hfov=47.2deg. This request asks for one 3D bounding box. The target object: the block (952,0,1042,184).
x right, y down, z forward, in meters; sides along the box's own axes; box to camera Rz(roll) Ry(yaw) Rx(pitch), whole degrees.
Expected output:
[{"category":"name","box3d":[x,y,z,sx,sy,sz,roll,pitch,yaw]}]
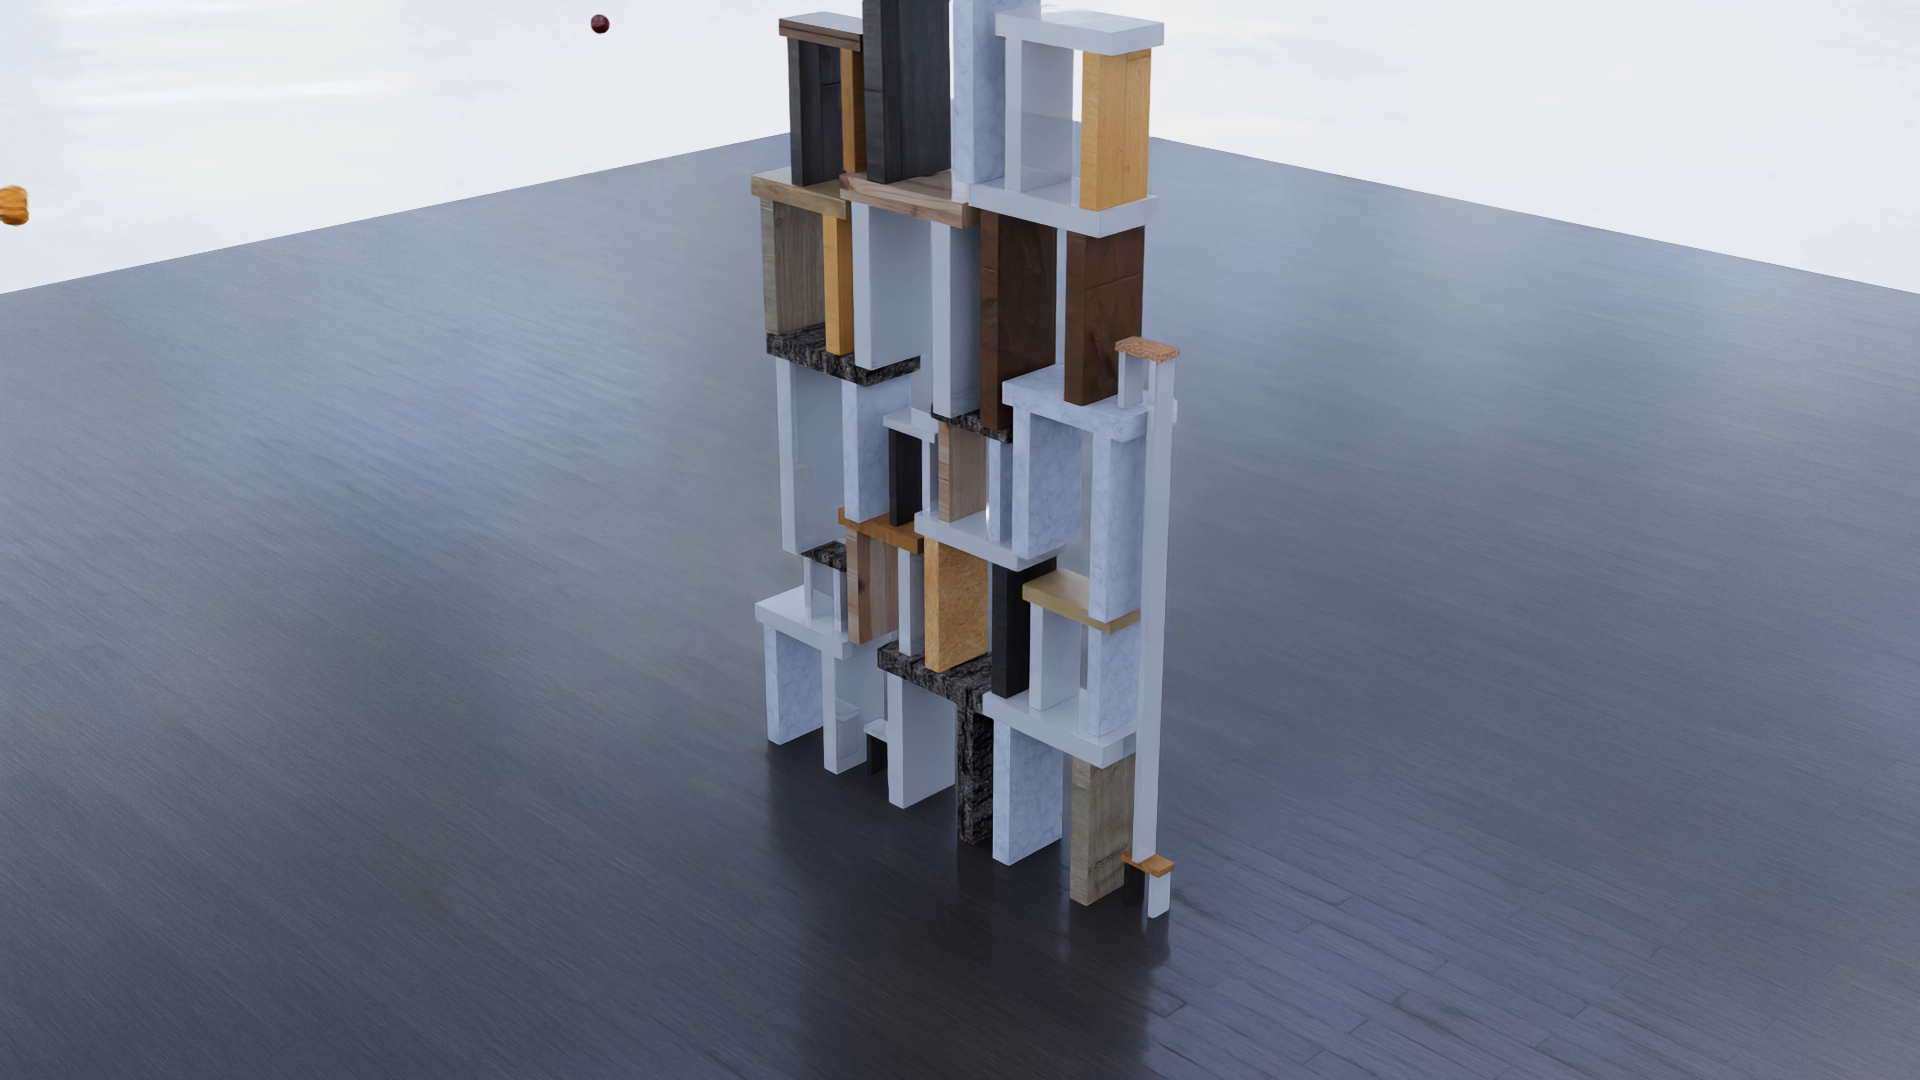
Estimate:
[{"category":"block","box3d":[0.065,-0.801,3.811,0.169,0.337,0.048,-22,31,-40]}]

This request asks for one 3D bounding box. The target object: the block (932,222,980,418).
[{"category":"block","box3d":[0.023,-0.416,4.015,0.045,0.361,0.159,21,31,41]}]

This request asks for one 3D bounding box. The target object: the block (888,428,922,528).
[{"category":"block","box3d":[-0.105,-0.131,4.282,0.020,0.202,0.071,21,31,40]}]

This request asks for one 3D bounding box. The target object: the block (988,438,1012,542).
[{"category":"block","box3d":[0.099,-0.105,4.070,0.028,0.200,0.100,21,31,41]}]

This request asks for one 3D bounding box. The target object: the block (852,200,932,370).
[{"category":"block","box3d":[-0.127,-0.494,4.146,0.045,0.319,0.159,21,31,40]}]

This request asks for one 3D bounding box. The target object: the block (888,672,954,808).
[{"category":"block","box3d":[-0.078,0.384,4.475,0.042,0.297,0.149,21,31,41]}]

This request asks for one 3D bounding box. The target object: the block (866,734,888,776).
[{"category":"block","box3d":[-0.173,0.440,4.602,0.014,0.095,0.048,21,31,41]}]

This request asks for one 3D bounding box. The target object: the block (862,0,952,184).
[{"category":"block","box3d":[-0.095,-0.844,3.966,0.169,0.377,0.048,-22,31,-40]}]

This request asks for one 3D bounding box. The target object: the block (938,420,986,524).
[{"category":"block","box3d":[0.005,-0.141,4.157,0.028,0.200,0.100,21,31,40]}]

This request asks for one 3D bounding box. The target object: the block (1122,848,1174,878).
[{"category":"block","box3d":[0.350,0.599,4.098,0.046,0.013,0.092,-21,31,-41]}]

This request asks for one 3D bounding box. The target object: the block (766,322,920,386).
[{"category":"block","box3d":[-0.230,-0.370,4.312,0.289,0.041,0.144,21,31,40]}]

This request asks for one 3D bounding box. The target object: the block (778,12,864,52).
[{"category":"block","box3d":[-0.219,-0.939,4.055,0.112,0.032,0.224,-21,31,-40]}]

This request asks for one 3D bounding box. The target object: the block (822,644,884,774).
[{"category":"block","box3d":[-0.223,0.340,4.607,0.039,0.274,0.137,21,31,41]}]

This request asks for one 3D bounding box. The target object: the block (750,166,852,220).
[{"category":"block","box3d":[-0.261,-0.670,4.223,0.272,0.039,0.136,21,31,40]}]

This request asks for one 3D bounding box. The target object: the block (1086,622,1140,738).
[{"category":"block","box3d":[0.280,0.243,4.023,0.030,0.215,0.108,21,31,40]}]

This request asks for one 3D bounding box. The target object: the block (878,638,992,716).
[{"category":"block","box3d":[-0.008,0.255,4.345,0.148,0.042,0.297,-21,31,-41]}]

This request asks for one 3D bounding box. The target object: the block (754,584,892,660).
[{"category":"block","box3d":[-0.288,0.171,4.606,0.274,0.039,0.137,21,31,41]}]

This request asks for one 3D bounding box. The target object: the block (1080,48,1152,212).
[{"category":"block","box3d":[0.257,-0.686,3.642,0.130,0.259,0.037,-22,31,-40]}]

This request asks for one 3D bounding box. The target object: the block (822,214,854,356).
[{"category":"block","box3d":[-0.197,-0.503,4.225,0.039,0.272,0.136,21,31,40]}]

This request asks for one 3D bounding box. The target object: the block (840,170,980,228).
[{"category":"block","box3d":[-0.053,-0.632,4.005,0.319,0.045,0.159,21,31,41]}]

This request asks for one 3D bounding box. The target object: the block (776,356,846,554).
[{"category":"block","box3d":[-0.299,-0.186,4.463,0.041,0.415,0.144,21,31,40]}]

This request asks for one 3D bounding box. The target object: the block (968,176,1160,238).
[{"category":"block","box3d":[0.176,-0.584,3.788,0.304,0.043,0.152,21,31,41]}]

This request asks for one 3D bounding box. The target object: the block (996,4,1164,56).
[{"category":"block","box3d":[0.197,-0.846,3.640,0.130,0.037,0.259,-22,31,-40]}]

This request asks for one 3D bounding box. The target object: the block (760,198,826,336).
[{"category":"block","box3d":[-0.326,-0.553,4.342,0.039,0.272,0.136,21,31,40]}]

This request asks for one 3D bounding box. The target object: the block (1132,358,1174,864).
[{"category":"block","box3d":[0.342,0.142,3.907,0.050,0.977,0.014,-21,31,-41]}]

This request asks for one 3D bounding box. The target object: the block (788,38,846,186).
[{"category":"block","box3d":[-0.270,-0.817,4.164,0.032,0.278,0.112,21,31,40]}]

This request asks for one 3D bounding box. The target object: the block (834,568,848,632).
[{"category":"block","box3d":[-0.227,0.114,4.514,0.020,0.138,0.069,21,31,41]}]

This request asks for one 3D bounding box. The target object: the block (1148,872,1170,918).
[{"category":"block","box3d":[0.372,0.656,4.098,0.013,0.092,0.046,21,31,41]}]

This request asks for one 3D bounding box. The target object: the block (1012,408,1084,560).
[{"category":"block","box3d":[0.159,-0.120,3.997,0.143,0.285,0.040,-21,31,-41]}]

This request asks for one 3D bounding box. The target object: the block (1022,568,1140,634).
[{"category":"block","box3d":[0.229,0.110,4.022,0.108,0.030,0.215,-21,31,-40]}]

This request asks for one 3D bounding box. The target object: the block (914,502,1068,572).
[{"category":"block","box3d":[0.057,-0.015,4.163,0.271,0.038,0.135,21,31,41]}]

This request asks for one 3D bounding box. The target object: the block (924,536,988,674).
[{"category":"block","box3d":[-0.007,0.107,4.283,0.135,0.279,0.038,-21,31,-41]}]

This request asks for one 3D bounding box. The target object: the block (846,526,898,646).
[{"category":"block","box3d":[-0.176,0.077,4.454,0.032,0.252,0.113,21,31,41]}]

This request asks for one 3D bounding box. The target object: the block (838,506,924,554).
[{"category":"block","box3d":[-0.123,-0.032,4.349,0.226,0.032,0.113,21,31,40]}]

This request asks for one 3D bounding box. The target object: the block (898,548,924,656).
[{"category":"block","box3d":[-0.069,0.107,4.351,0.113,0.226,0.032,-21,31,-41]}]

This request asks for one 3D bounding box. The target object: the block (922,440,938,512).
[{"category":"block","box3d":[-0.040,-0.132,4.208,0.020,0.142,0.071,21,31,40]}]

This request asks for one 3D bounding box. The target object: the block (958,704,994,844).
[{"category":"block","box3d":[0.062,0.439,4.346,0.042,0.297,0.148,21,31,41]}]

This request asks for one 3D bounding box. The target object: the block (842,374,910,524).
[{"category":"block","box3d":[-0.162,-0.191,4.314,0.041,0.289,0.144,21,31,40]}]

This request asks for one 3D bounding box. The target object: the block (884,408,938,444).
[{"category":"block","box3d":[-0.073,-0.220,4.208,0.071,0.020,0.142,-21,31,-40]}]

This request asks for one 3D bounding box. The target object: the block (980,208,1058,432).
[{"category":"block","box3d":[0.105,-0.408,3.941,0.152,0.402,0.043,-22,31,-40]}]

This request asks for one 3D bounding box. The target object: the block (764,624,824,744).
[{"category":"block","box3d":[-0.352,0.290,4.726,0.039,0.274,0.137,21,31,41]}]

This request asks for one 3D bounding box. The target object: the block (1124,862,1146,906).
[{"category":"block","box3d":[0.328,0.639,4.138,0.013,0.092,0.046,21,31,41]}]

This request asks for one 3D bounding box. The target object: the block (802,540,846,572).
[{"category":"block","box3d":[-0.260,0.029,4.513,0.138,0.020,0.069,21,31,40]}]

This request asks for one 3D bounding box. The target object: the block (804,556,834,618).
[{"category":"block","box3d":[-0.292,0.088,4.574,0.020,0.138,0.069,21,31,41]}]

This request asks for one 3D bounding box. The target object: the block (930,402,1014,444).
[{"category":"block","box3d":[0.052,-0.228,4.069,0.200,0.028,0.100,21,31,41]}]

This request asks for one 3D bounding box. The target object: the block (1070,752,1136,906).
[{"category":"block","box3d":[0.277,0.522,4.141,0.043,0.304,0.152,21,31,41]}]

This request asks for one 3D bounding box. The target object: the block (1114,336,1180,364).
[{"category":"block","box3d":[0.318,-0.324,3.735,0.100,0.014,0.050,21,31,40]}]

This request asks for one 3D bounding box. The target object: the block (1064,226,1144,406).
[{"category":"block","box3d":[0.249,-0.396,3.790,0.043,0.304,0.152,21,31,41]}]

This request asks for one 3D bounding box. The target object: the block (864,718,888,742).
[{"category":"block","box3d":[-0.150,0.399,4.560,0.095,0.014,0.048,21,31,41]}]

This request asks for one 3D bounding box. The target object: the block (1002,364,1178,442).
[{"category":"block","box3d":[0.227,-0.243,3.871,0.143,0.040,0.285,-21,31,-40]}]

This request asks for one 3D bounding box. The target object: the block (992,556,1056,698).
[{"category":"block","box3d":[0.121,0.153,4.165,0.038,0.271,0.135,21,31,40]}]

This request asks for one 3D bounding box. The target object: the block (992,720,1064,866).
[{"category":"block","box3d":[0.133,0.466,4.273,0.043,0.304,0.152,21,31,41]}]

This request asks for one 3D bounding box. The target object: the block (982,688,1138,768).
[{"category":"block","box3d":[0.205,0.334,4.140,0.304,0.043,0.152,21,31,41]}]

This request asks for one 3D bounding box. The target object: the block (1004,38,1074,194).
[{"category":"block","box3d":[0.136,-0.734,3.754,0.130,0.259,0.037,-22,31,-40]}]

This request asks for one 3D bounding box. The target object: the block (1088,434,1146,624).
[{"category":"block","box3d":[0.294,-0.038,3.885,0.143,0.349,0.040,-21,31,-41]}]

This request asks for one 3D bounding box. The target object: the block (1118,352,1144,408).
[{"category":"block","box3d":[0.294,-0.280,3.778,0.014,0.100,0.050,21,31,41]}]

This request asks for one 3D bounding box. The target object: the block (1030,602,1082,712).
[{"category":"block","box3d":[0.179,0.203,4.117,0.030,0.215,0.108,21,31,41]}]

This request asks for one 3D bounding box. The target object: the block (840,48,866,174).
[{"category":"block","box3d":[-0.166,-0.800,4.057,0.032,0.224,0.112,21,32,41]}]
